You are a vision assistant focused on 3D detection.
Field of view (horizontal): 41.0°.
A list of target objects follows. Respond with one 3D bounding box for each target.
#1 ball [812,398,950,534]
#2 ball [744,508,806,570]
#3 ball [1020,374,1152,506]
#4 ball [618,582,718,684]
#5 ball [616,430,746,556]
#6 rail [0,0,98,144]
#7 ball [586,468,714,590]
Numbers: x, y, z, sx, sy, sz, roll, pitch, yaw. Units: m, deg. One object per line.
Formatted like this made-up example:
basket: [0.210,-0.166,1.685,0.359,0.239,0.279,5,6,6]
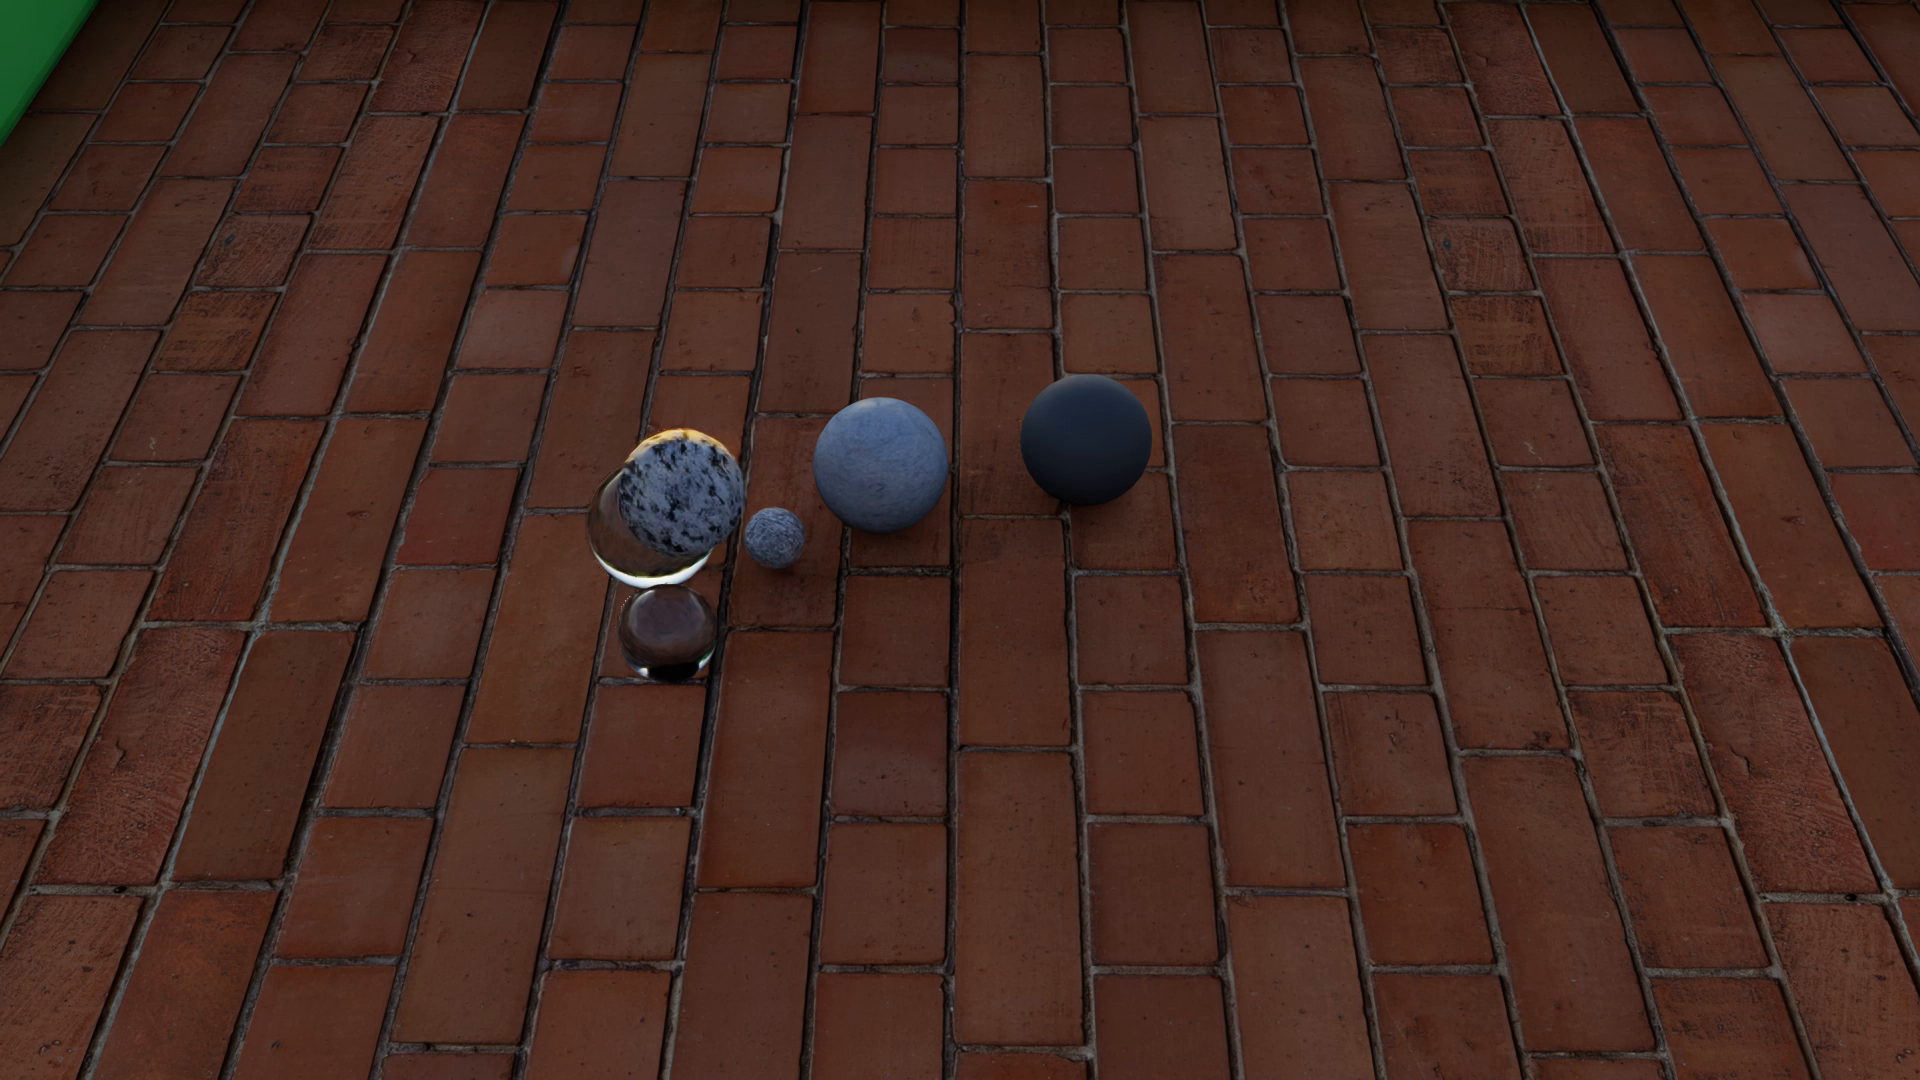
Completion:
ball: [-0.054,-0.051,1.758,0.093,0.093,0.093,0,36,0]
ball: [-0.125,-0.001,1.732,0.042,0.042,0.042,0,36,0]
ball: [0.088,-0.070,1.785,0.092,0.092,0.092,0,36,0]
ball: [-0.186,0.059,1.630,0.064,0.064,0.064,0,36,0]
ball: [-0.177,-0.030,1.630,0.081,0.081,0.081,0,36,0]
rail: [-0.822,-0.023,1.692,0.045,0.121,1.965,0,36,0]
ball: [-0.204,-0.010,1.706,0.086,0.086,0.086,0,36,0]
